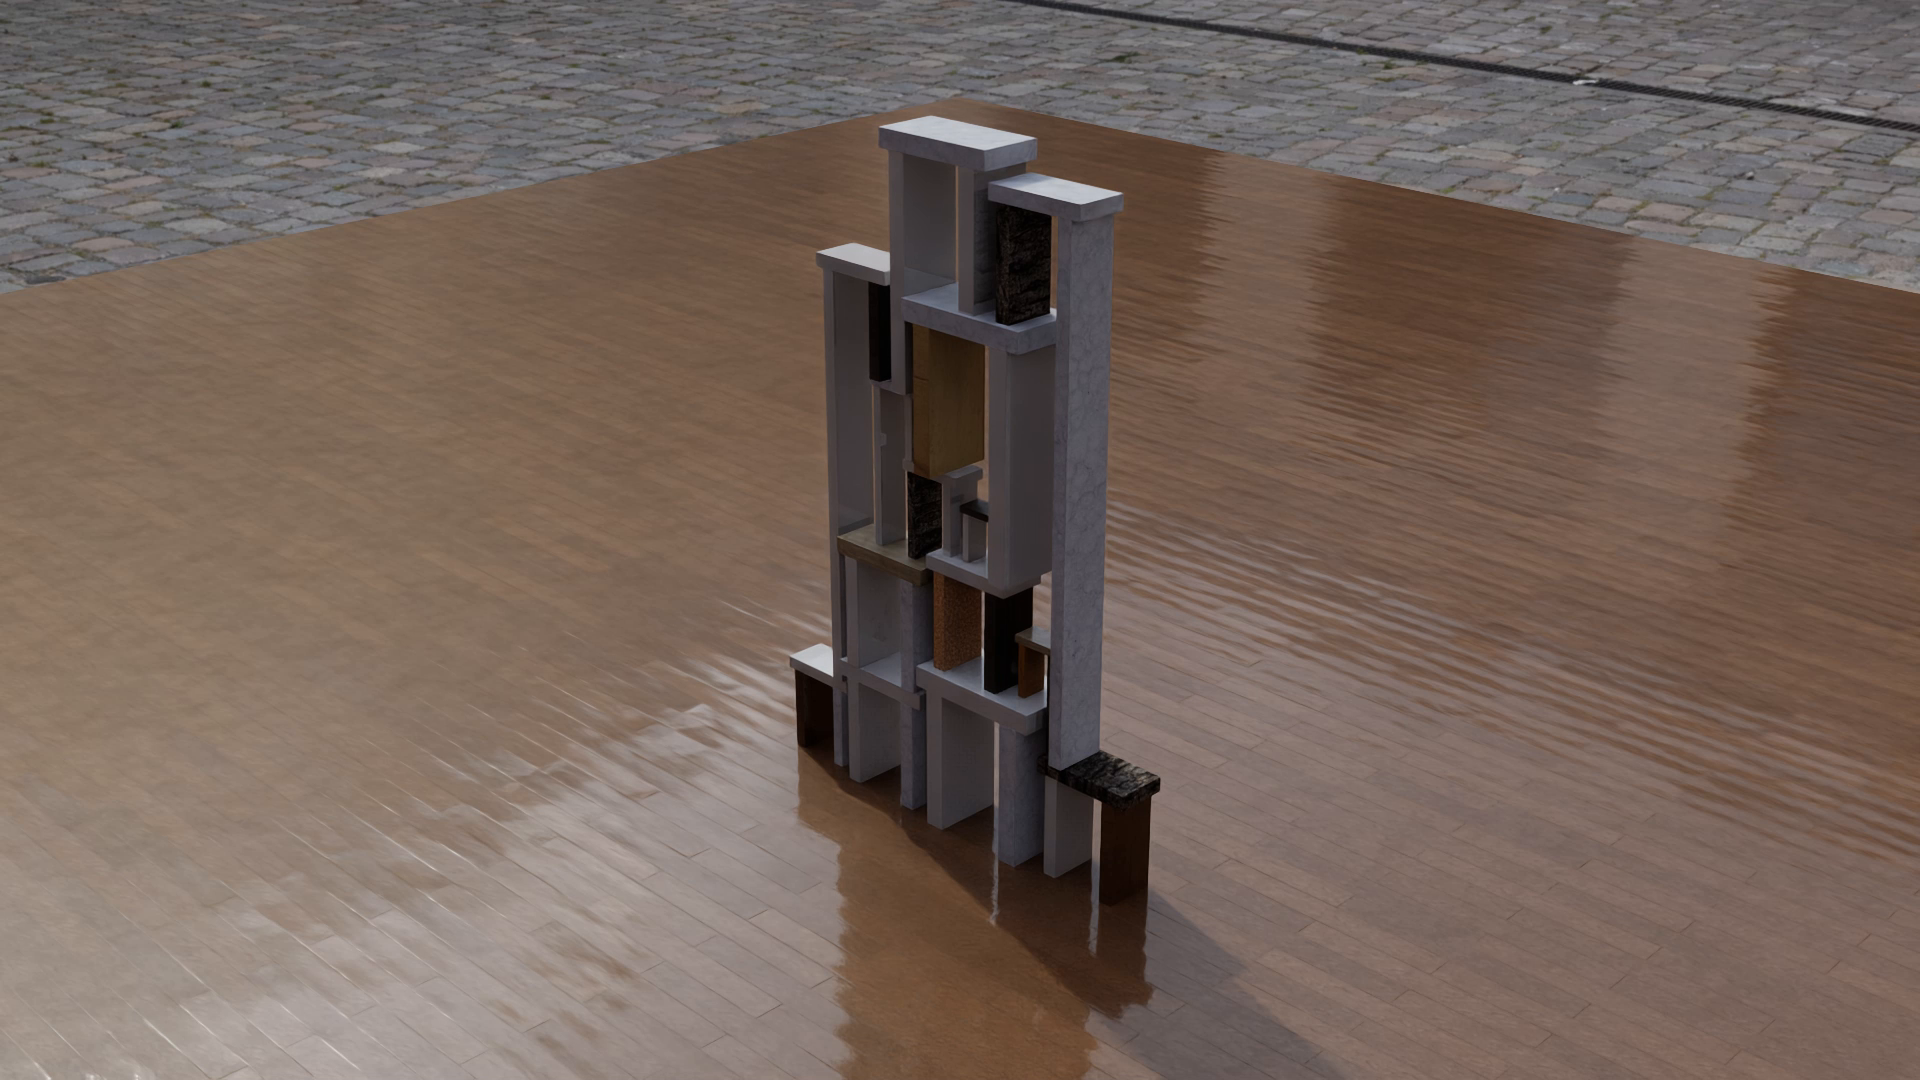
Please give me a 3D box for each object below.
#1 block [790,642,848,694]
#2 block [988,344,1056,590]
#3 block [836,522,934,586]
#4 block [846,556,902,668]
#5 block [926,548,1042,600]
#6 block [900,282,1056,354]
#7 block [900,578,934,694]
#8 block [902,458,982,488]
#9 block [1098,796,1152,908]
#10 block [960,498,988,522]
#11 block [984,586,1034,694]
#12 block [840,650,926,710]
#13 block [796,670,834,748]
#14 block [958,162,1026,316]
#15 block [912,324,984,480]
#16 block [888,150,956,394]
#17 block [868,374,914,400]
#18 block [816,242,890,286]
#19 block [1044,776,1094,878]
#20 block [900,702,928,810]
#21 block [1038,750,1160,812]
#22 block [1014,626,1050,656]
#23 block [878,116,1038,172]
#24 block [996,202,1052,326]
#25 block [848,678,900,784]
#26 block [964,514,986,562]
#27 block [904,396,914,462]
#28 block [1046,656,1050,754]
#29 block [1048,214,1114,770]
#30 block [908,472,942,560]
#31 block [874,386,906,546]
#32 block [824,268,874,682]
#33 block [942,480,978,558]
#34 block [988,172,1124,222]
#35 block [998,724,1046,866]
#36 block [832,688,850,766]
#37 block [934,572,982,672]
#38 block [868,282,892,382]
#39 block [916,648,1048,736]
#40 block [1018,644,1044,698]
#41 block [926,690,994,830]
[{"bbox_3d":[-0.267,0.269,4.635,0.179,0.025,0.090,21,31,41],"label":"block"},{"bbox_3d":[0.119,-0.146,4.038,0.042,0.463,0.148,21,31,40],"label":"block"},{"bbox_3d":[-0.119,0.026,4.358,0.239,0.034,0.120,21,31,41],"label":"block"},{"bbox_3d":[-0.175,0.129,4.463,0.034,0.239,0.120,21,31,41],"label":"block"},{"bbox_3d":[0.044,0.054,4.197,0.206,0.029,0.103,21,31,41],"label":"block"},{"bbox_3d":[0.049,-0.406,4.003,0.297,0.042,0.149,21,31,41],"label":"block"},{"bbox_3d":[-0.062,0.173,4.359,0.034,0.239,0.120,21,31,41],"label":"block"},{"bbox_3d":[-0.034,-0.136,4.209,0.146,0.021,0.073,21,31,40],"label":"block"},{"bbox_3d":[0.311,0.573,4.137,0.030,0.214,0.107,21,31,41],"label":"block"},{"bbox_3d":[0.052,-0.053,4.143,0.098,0.014,0.049,21,31,40],"label":"block"},{"bbox_3d":[0.093,0.182,4.198,0.029,0.206,0.103,21,31,41],"label":"block"},{"bbox_3d":[-0.122,0.275,4.469,0.235,0.033,0.117,21,31,41],"label":"block"},{"bbox_3d":[-0.309,0.347,4.713,0.025,0.179,0.090,21,31,41],"label":"block"},{"bbox_3d":[0.058,-0.546,3.938,0.038,0.267,0.134,21,31,41],"label":"block"},{"bbox_3d":[-0.020,-0.277,4.134,0.042,0.297,0.148,21,31,40],"label":"block"},{"bbox_3d":[-0.069,-0.507,4.091,0.038,0.458,0.134,21,31,40],"label":"block"},{"bbox_3d":[-0.107,-0.300,4.213,0.130,0.018,0.065,21,31,41],"label":"block"},{"bbox_3d":[-0.174,-0.527,4.193,0.097,0.027,0.194,-21,31,-40],"label":"block"},{"bbox_3d":[0.210,0.533,4.230,0.030,0.214,0.107,21,31,41],"label":"block"},{"bbox_3d":[-0.066,0.420,4.470,0.033,0.235,0.117,21,31,41],"label":"block"},{"bbox_3d":[0.260,0.440,4.136,0.214,0.030,0.107,21,31,41],"label":"block"},{"bbox_3d":[0.162,0.193,4.133,0.111,0.016,0.055,21,31,41],"label":"block"},{"bbox_3d":[-0.005,-0.711,3.936,0.267,0.038,0.134,21,31,40],"label":"block"},{"bbox_3d":[0.113,-0.498,3.887,0.031,0.218,0.109,21,31,40],"label":"block"},{"bbox_3d":[-0.177,0.377,4.572,0.033,0.235,0.117,21,31,41],"label":"block"},{"bbox_3d":[0.028,-0.010,4.185,0.014,0.098,0.049,21,31,41],"label":"block"},{"bbox_3d":[-0.076,-0.220,4.214,0.018,0.130,0.065,21,31,41],"label":"block"},{"bbox_3d":[0.188,0.305,4.152,0.055,0.206,0.016,-21,31,-41],"label":"block"},{"bbox_3d":[0.216,-0.072,3.955,0.031,1.054,0.109,21,31,41],"label":"block"},{"bbox_3d":[-0.068,-0.057,4.280,0.021,0.180,0.073,21,31,40],"label":"block"},{"bbox_3d":[-0.137,-0.152,4.309,0.018,0.330,0.065,21,31,41],"label":"block"},{"bbox_3d":[-0.219,-0.127,4.412,0.027,0.879,0.097,21,31,41],"label":"block"},{"bbox_3d":[0.000,-0.046,4.210,0.021,0.146,0.073,21,31,41],"label":"block"},{"bbox_3d":[0.164,-0.592,3.791,0.109,0.031,0.218,-21,31,-40],"label":"block"},{"bbox_3d":[0.142,0.471,4.269,0.042,0.298,0.149,21,31,41],"label":"block"},{"bbox_3d":[-0.224,0.380,4.636,0.025,0.179,0.090,21,31,41],"label":"block"},{"bbox_3d":[-0.004,0.144,4.287,0.029,0.206,0.103,21,31,41],"label":"block"},{"bbox_3d":[-0.129,-0.407,4.194,0.097,0.193,0.027,-21,31,-40],"label":"block"},{"bbox_3d":[0.072,0.287,4.267,0.149,0.042,0.298,-21,31,-41],"label":"block"},{"bbox_3d":[0.136,0.241,4.181,0.055,0.111,0.016,-21,31,-41],"label":"block"},{"bbox_3d":[0.002,0.416,4.398,0.042,0.298,0.149,21,31,41],"label":"block"}]
